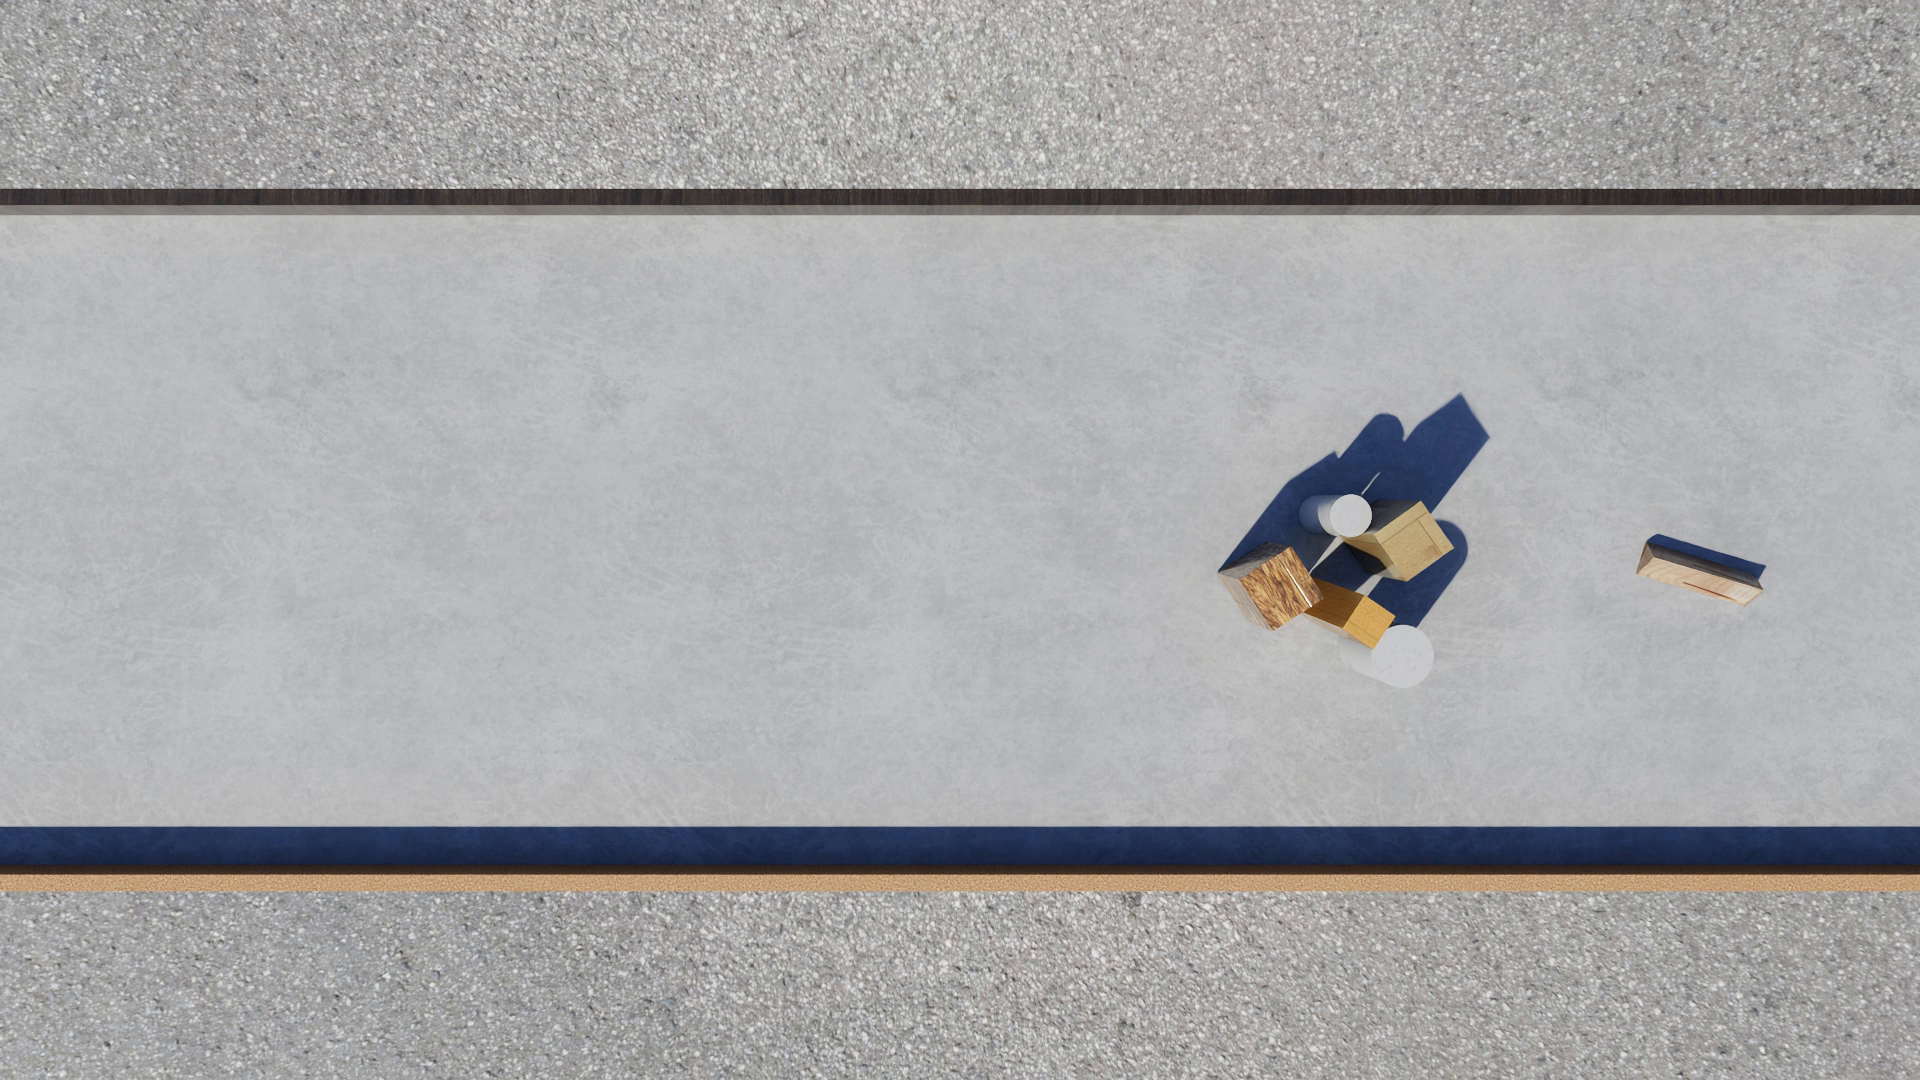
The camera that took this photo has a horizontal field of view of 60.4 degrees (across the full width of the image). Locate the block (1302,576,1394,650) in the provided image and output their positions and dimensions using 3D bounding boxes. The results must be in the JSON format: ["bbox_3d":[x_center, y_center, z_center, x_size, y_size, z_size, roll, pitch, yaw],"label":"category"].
[{"bbox_3d":[1.122,0.210,4.864,0.113,0.411,0.113,33,90,-12],"label":"block"}]

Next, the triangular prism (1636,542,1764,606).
[{"bbox_3d":[2.262,0.105,5.029,0.349,0.090,0.103,17,90,0],"label":"triangular prism"}]

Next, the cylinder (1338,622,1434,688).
[{"bbox_3d":[1.257,0.328,4.884,0.180,0.380,0.180,0,91,-1],"label":"cylinder"}]

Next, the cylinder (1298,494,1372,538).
[{"bbox_3d":[1.114,-0.074,4.911,0.123,0.322,0.123,0,92,-4],"label":"cylinder"}]

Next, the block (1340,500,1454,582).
[{"bbox_3d":[1.274,-0.004,4.861,0.164,0.424,0.164,-36,93,0],"label":"block"}]

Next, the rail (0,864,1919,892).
[{"bbox_3d":[-2.247,1.025,5.001,12.000,0.150,0.050,0,90,0],"label":"rail"}]

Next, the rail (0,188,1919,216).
[{"bbox_3d":[-2.247,-1.025,5.002,12.000,0.150,0.050,0,90,0],"label":"rail"}]

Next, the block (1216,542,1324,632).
[{"bbox_3d":[0.916,0.133,4.892,0.177,0.361,0.177,-33,92,0],"label":"block"}]
